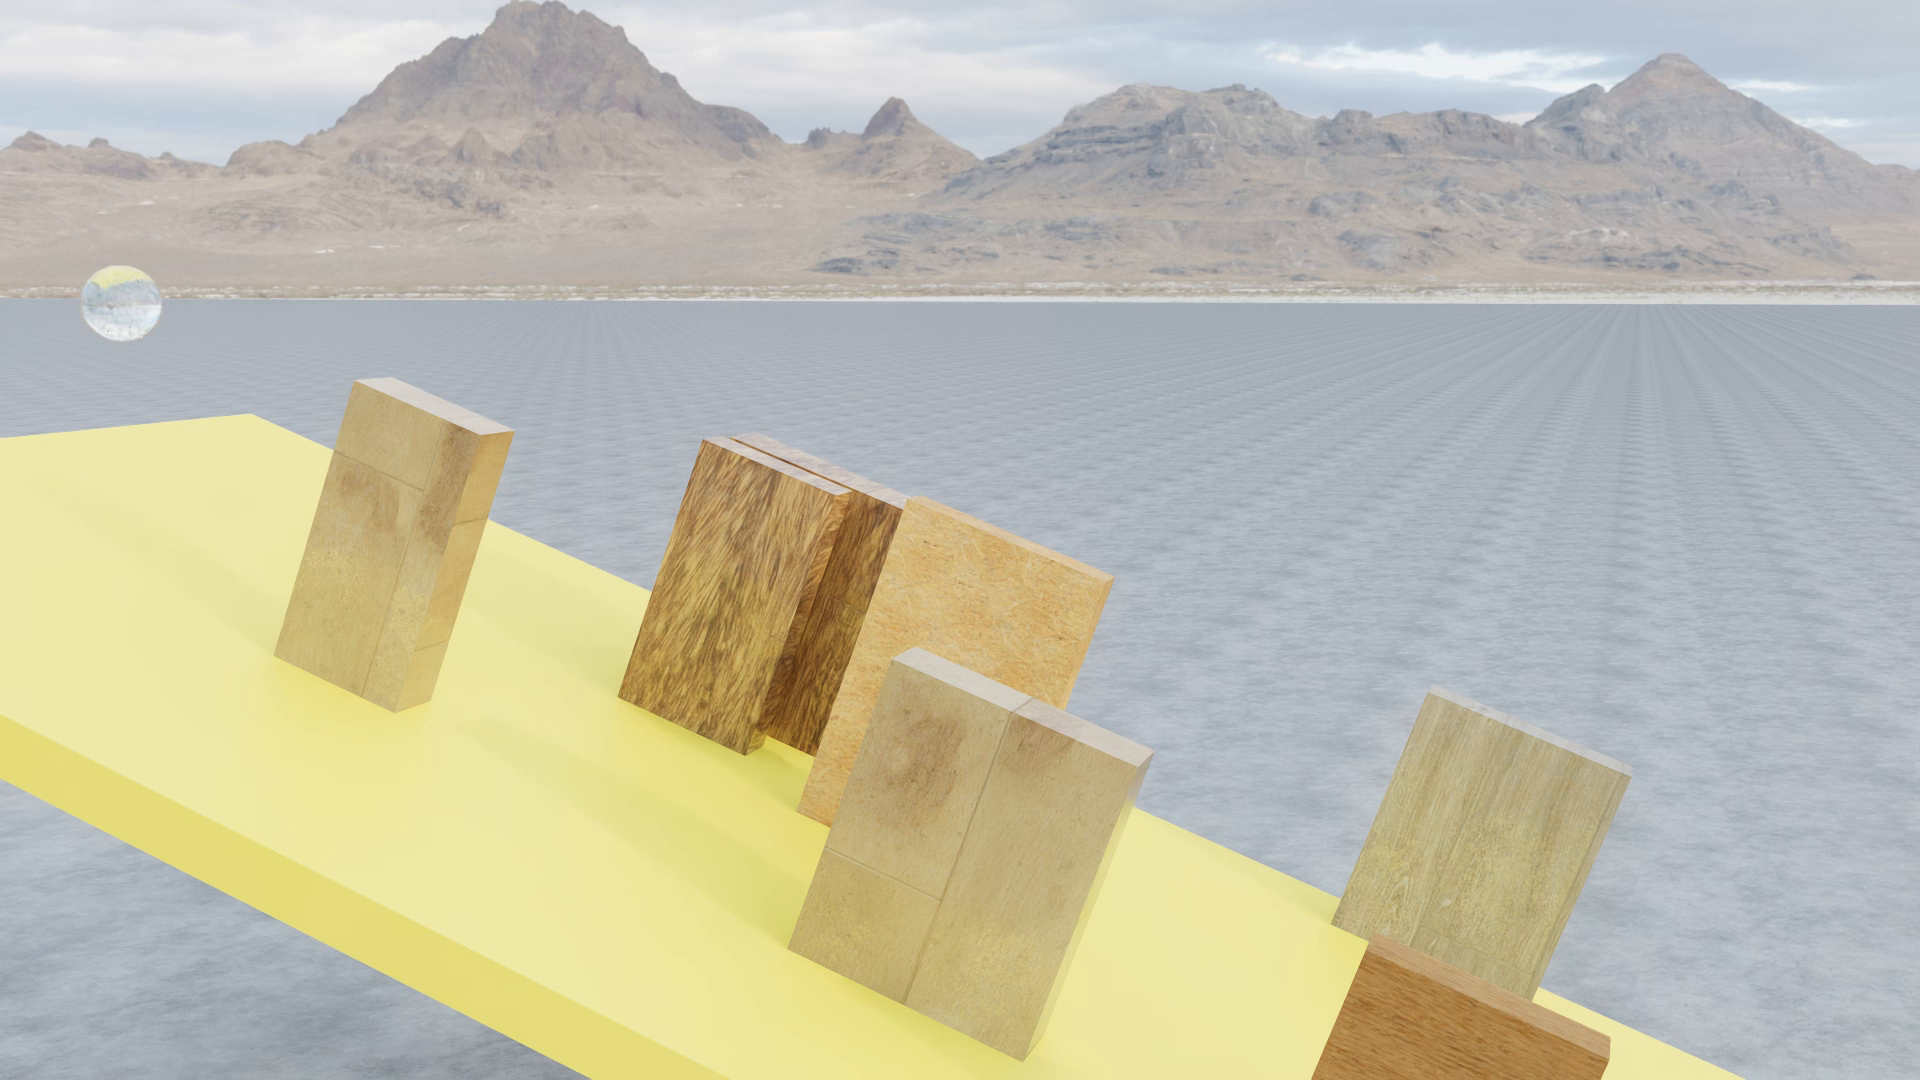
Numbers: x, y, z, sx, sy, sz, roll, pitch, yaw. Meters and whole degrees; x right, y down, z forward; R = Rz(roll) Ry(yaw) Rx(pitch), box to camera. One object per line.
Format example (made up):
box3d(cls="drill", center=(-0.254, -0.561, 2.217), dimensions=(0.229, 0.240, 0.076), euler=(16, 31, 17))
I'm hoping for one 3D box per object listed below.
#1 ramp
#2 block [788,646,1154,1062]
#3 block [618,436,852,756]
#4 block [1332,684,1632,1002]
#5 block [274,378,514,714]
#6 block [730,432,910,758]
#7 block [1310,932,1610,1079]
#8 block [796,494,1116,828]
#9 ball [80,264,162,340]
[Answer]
box3d(cls="ramp", center=(-0.328, 0.595, 4.207), dimensions=(4.000, 0.100, 2.000), euler=(23, 13, 13))
box3d(cls="block", center=(0.014, 0.512, 3.616), dimensions=(0.435, 0.534, 0.125), euler=(23, 13, 13))
box3d(cls="block", center=(-0.463, 0.113, 4.492), dimensions=(0.303, 0.575, 0.095), euler=(23, 13, 13))
box3d(cls="block", center=(1.103, 0.651, 4.671), dimensions=(0.443, 0.554, 0.104), euler=(23, 13, 13))
box3d(cls="block", center=(-1.052, 0.007, 4.081), dimensions=(0.271, 0.552, 0.126), euler=(23, 13, 13))
box3d(cls="block", center=(-0.362, 0.116, 4.663), dimensions=(0.422, 0.564, 0.142), euler=(23, 13, 13))
box3d(cls="block", center=(0.664, 0.871, 3.163), dimensions=(0.357, 0.500, 0.096), euler=(23, 13, 13))
box3d(cls="block", center=(-0.014, 0.298, 4.195), dimensions=(0.409, 0.660, 0.080), euler=(23, 13, 13))
box3d(cls="ball", center=(-1.632, -0.461, 4.278), dimensions=(0.147, 0.147, 0.147), euler=(0, 7, 0))
